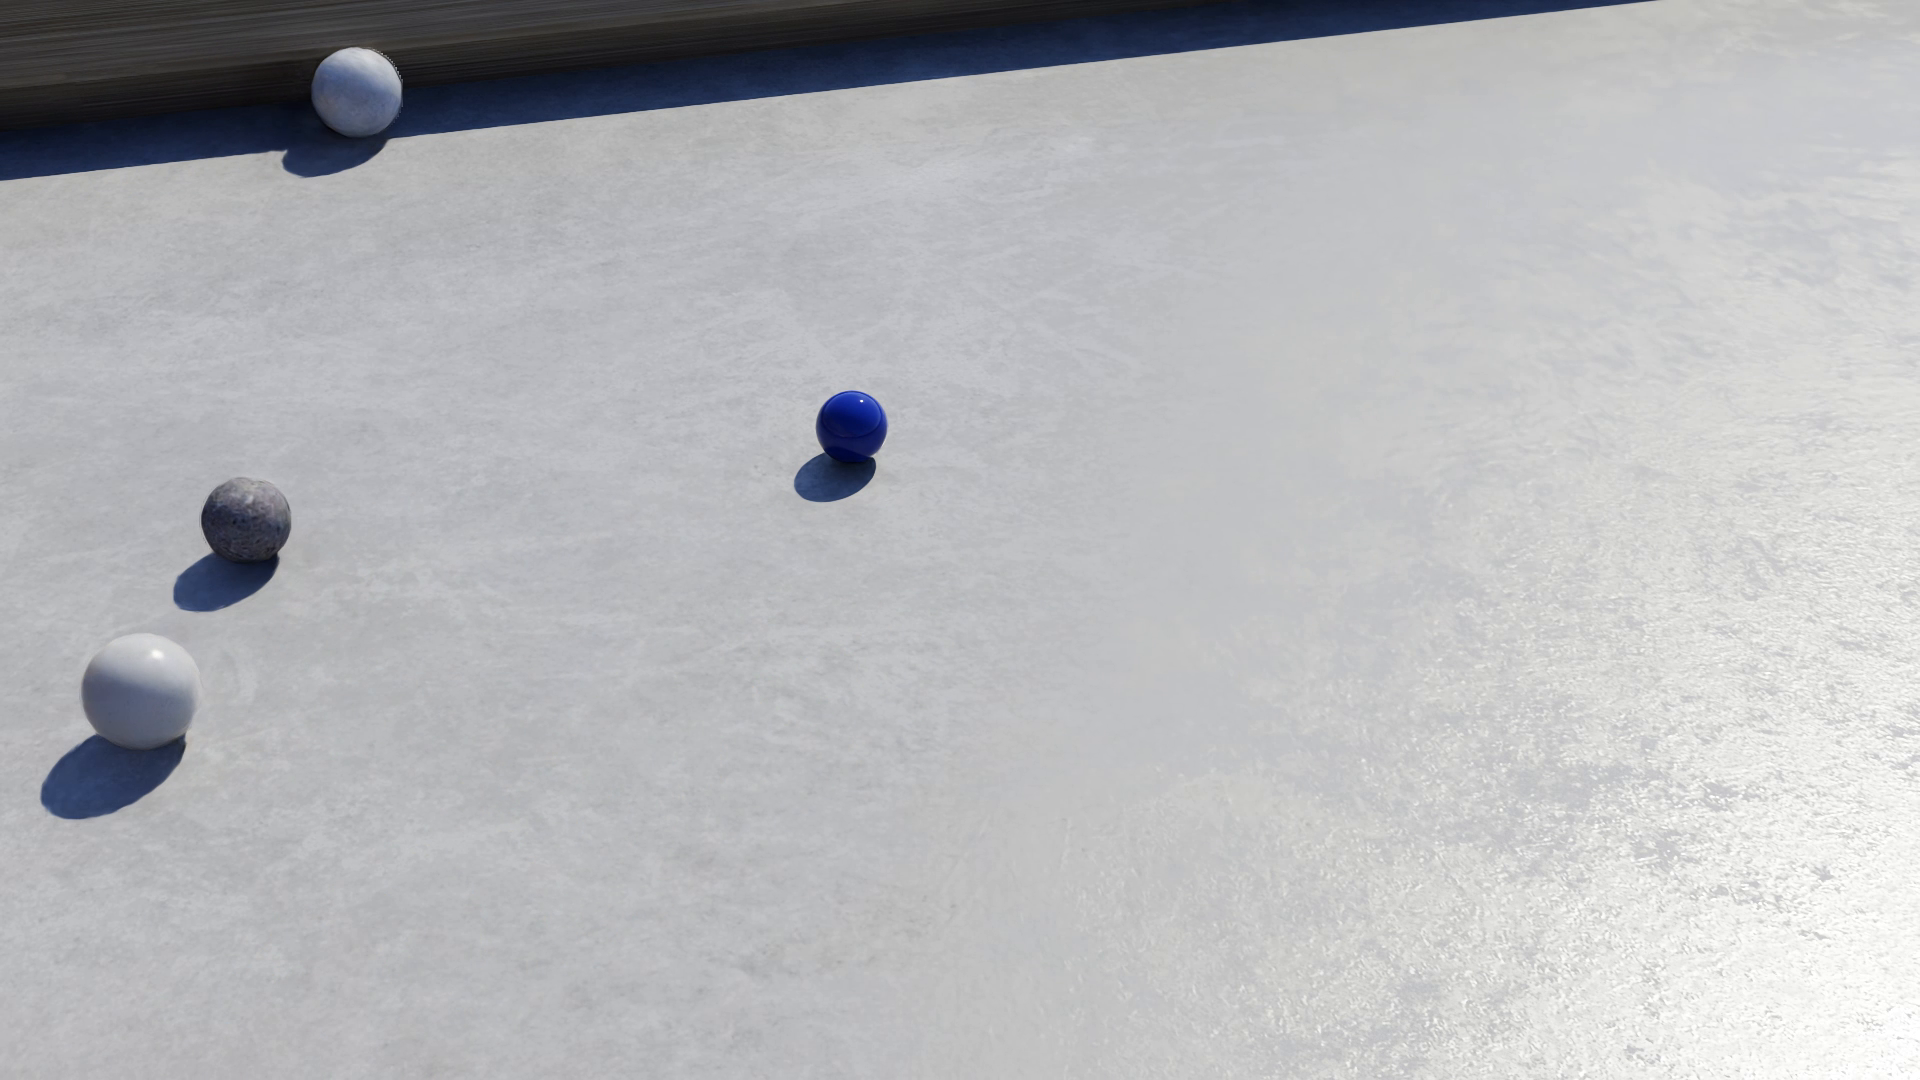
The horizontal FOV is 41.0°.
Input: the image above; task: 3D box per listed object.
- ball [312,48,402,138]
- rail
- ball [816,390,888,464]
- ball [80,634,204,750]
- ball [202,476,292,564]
[{"bbox_3d":[-0.488,-0.362,2.074,0.072,0.072,0.072,0,36,0],"label":"ball"},{"bbox_3d":[0.517,-0.559,2.304,2.887,0.119,0.045,-8,37,-11],"label":"rail"},{"bbox_3d":[-0.071,-0.075,1.697,0.049,0.049,0.049,0,36,0],"label":"ball"},{"bbox_3d":[-0.465,0.086,1.460,0.067,0.067,0.067,0,36,0],"label":"ball"},{"bbox_3d":[-0.446,-0.012,1.606,0.055,0.055,0.055,0,36,0],"label":"ball"}]
